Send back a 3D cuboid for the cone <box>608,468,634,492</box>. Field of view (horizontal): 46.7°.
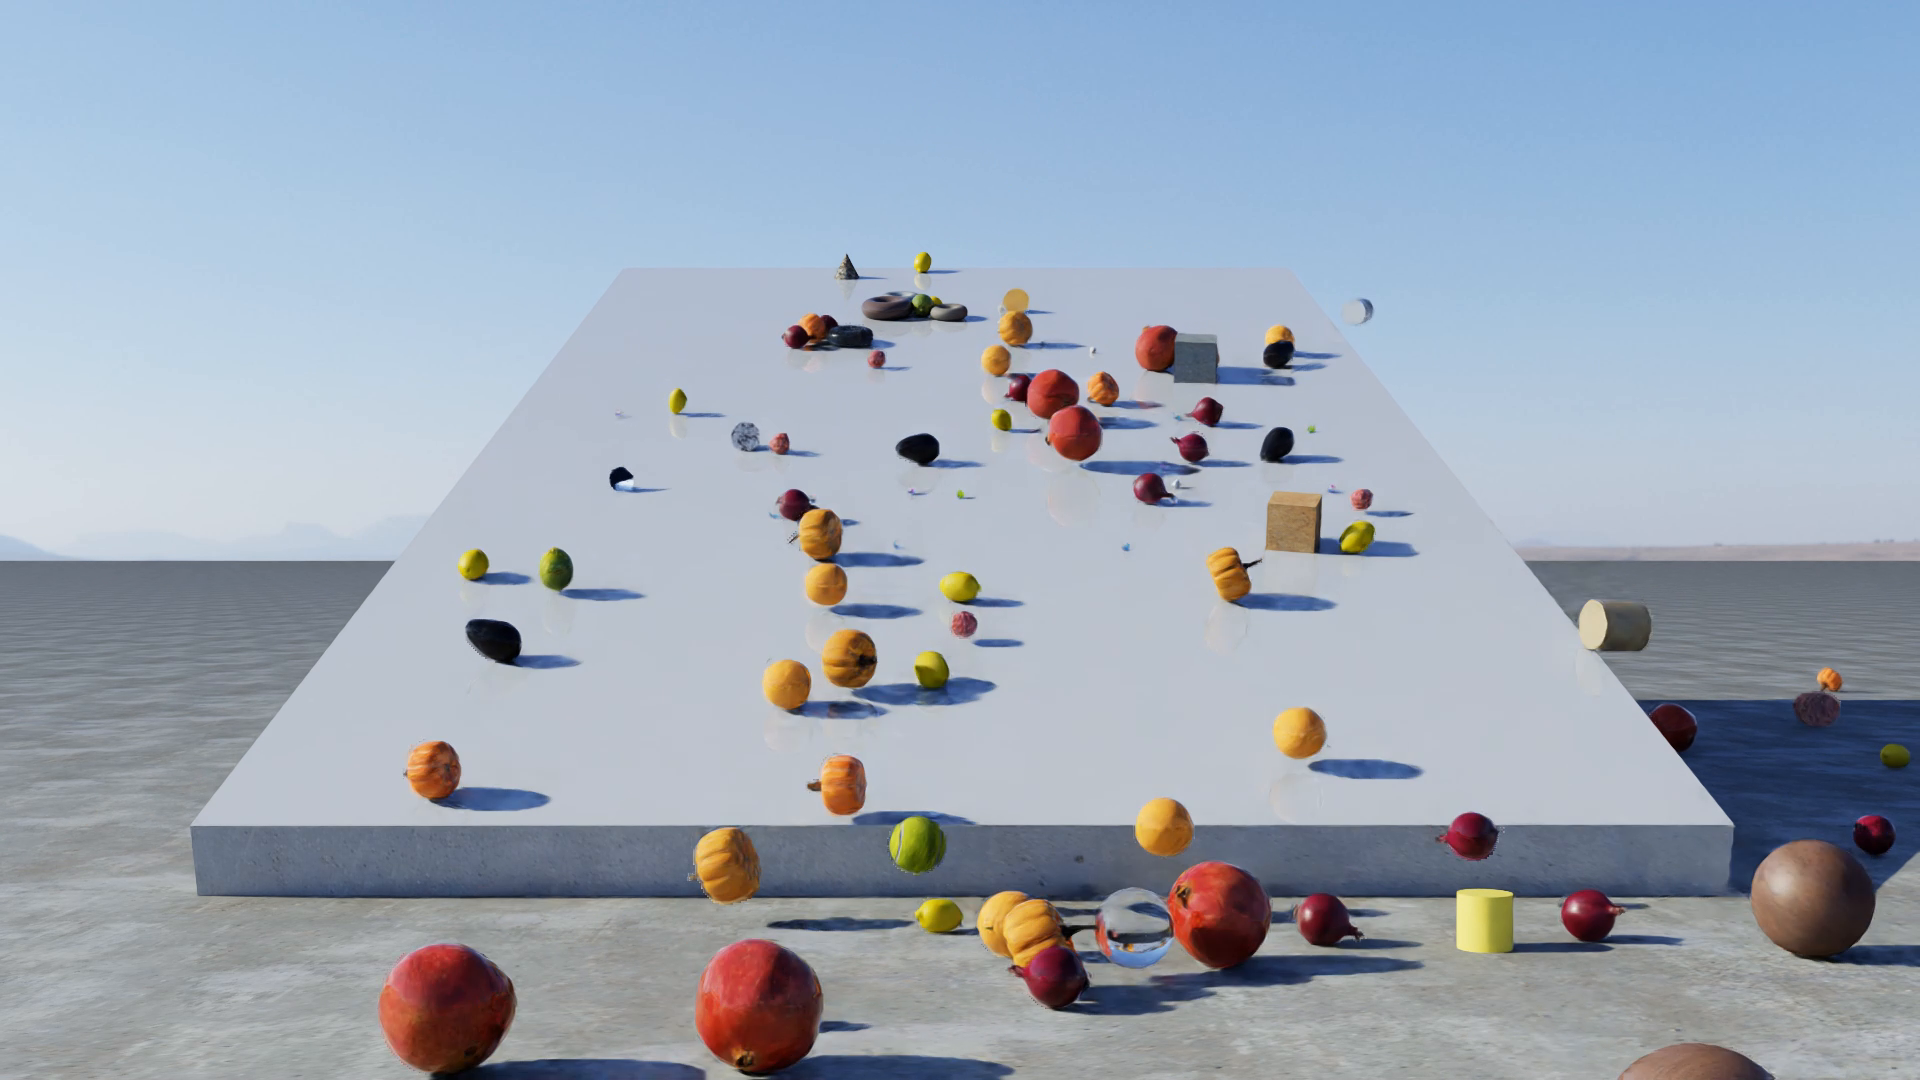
[{"bbox_3d":[-0.677,-0.113,4.392,0.050,0.050,0.050,0,-12,-29],"label":"cone"}]

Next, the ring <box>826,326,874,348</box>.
[{"bbox_3d":[-0.280,-0.519,5.668,0.121,0.040,0.121,1,16,0],"label":"ring"}]

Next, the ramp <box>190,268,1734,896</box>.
[{"bbox_3d":[-0.003,-0.178,4.807,2.000,0.100,4.000,0,17,0],"label":"ramp"}]

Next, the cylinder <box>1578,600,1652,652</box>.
[{"bbox_3d":[1.034,0.135,3.517,0.080,0.080,0.080,3,-1,-16],"label":"cylinder"}]

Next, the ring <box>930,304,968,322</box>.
[{"bbox_3d":[-0.029,-0.611,5.975,0.101,0.034,0.101,-1,18,0],"label":"ring"}]

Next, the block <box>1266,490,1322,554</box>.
[{"bbox_3d":[0.605,-0.033,4.030,0.087,0.087,0.087,5,18,15],"label":"block"}]

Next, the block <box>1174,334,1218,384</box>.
[{"bbox_3d":[0.561,-0.432,5.292,0.098,0.098,0.098,2,17,7],"label":"block"}]

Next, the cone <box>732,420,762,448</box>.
[{"bbox_3d":[-0.447,-0.211,4.698,0.063,0.063,0.063,0,-18,1],"label":"cone"}]

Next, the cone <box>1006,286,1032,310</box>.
[{"bbox_3d":[0.153,-0.643,6.080,0.072,0.072,0.072,0,-21,-10],"label":"cone"}]

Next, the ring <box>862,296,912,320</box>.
[{"bbox_3d":[-0.196,-0.626,6.000,0.141,0.047,0.141,-1,17,0],"label":"ring"}]

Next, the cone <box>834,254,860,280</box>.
[{"bbox_3d":[-0.333,-0.807,6.533,0.074,0.074,0.074,0,17,0],"label":"cone"}]

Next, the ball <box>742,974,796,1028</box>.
[{"bbox_3d":[-0.181,0.435,2.100,0.050,0.050,0.050,0,0,0],"label":"ball"}]

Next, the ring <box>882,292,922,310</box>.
[{"bbox_3d":[-0.161,-0.657,6.116,0.116,0.039,0.116,1,17,0],"label":"ring"}]

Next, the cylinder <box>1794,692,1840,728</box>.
[{"bbox_3d":[2.215,0.440,5.758,0.086,0.086,0.086,0,0,-1],"label":"cylinder"}]

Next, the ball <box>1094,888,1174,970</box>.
[{"bbox_3d":[0.183,0.407,2.333,0.085,0.085,0.085,0,0,0],"label":"ball"}]

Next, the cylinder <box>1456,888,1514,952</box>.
[{"bbox_3d":[0.595,0.431,2.524,0.062,0.062,0.062,0,0,0],"label":"cylinder"}]
